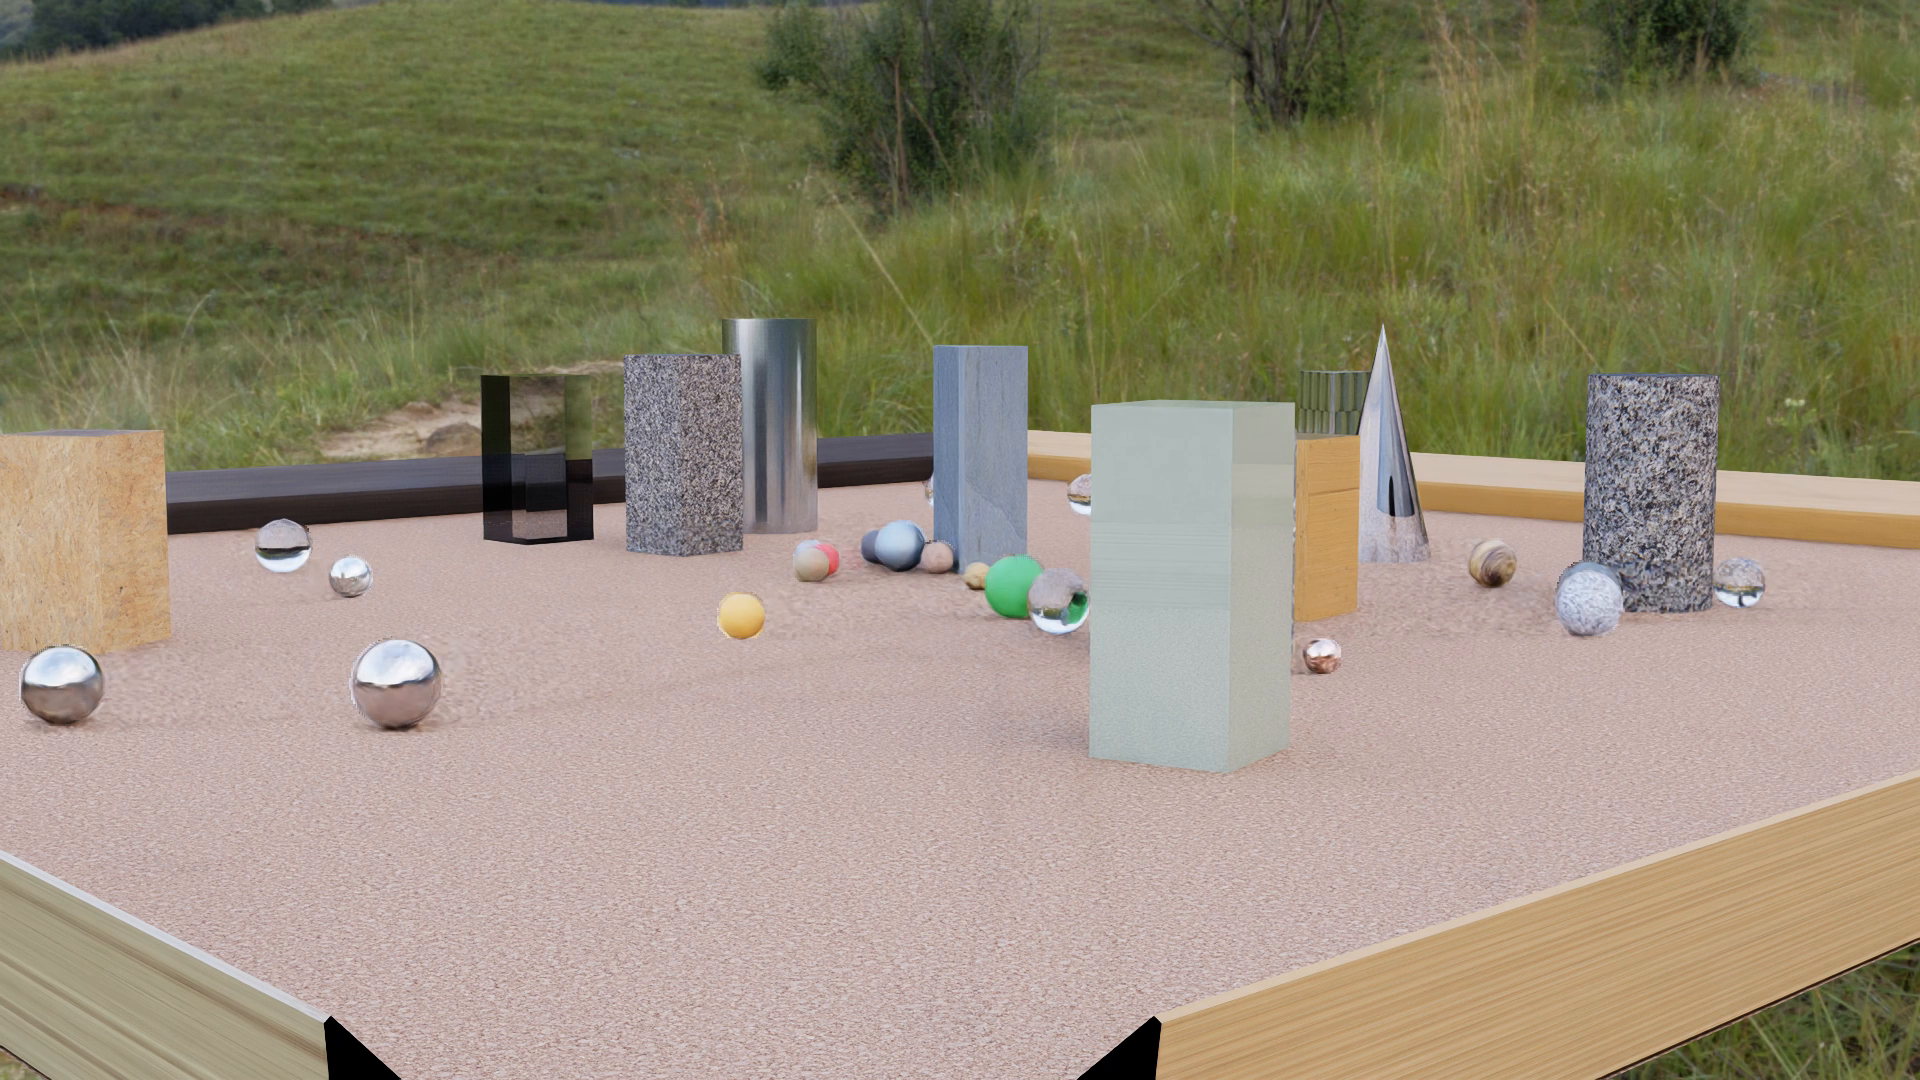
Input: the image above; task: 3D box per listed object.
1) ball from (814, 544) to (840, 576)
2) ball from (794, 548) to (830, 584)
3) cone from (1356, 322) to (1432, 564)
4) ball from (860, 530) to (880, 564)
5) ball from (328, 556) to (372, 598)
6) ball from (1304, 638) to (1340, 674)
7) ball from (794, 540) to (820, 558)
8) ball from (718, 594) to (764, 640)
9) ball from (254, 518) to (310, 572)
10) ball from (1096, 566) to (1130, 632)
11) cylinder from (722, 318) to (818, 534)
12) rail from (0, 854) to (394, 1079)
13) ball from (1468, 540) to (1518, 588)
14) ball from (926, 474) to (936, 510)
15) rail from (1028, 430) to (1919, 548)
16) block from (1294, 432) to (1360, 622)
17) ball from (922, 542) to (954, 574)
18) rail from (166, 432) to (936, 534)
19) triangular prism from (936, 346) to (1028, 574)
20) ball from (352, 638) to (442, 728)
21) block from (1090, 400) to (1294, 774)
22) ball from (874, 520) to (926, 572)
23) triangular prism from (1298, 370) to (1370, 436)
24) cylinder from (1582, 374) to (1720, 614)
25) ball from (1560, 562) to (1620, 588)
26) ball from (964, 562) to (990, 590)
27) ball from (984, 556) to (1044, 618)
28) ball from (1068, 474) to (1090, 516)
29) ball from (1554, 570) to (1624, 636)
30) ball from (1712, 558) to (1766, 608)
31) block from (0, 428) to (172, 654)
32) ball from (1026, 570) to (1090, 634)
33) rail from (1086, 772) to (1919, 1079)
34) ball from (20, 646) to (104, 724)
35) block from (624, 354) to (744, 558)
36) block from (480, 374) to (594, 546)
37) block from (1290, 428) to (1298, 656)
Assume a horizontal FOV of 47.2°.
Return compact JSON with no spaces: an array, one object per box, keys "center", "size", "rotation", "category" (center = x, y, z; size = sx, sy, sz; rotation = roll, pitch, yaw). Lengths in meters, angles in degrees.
[{"center":[-0.227,0.033,3.652],"size":[0.054,0.054,0.054],"rotation":[0,6,0],"category":"ball"},{"center":[-0.239,0.041,3.560],"size":[0.057,0.057,0.057],"rotation":[0,6,0],"category":"ball"},{"center":[0.748,-0.177,3.909],"size":[0.188,0.418,0.188],"rotation":[0,6,0],"category":"cone"},{"center":[-0.144,0.012,3.826],"size":[0.060,0.060,0.060],"rotation":[0,6,0],"category":"ball"},{"center":[-0.938,0.057,3.382],"size":[0.063,0.063,0.063],"rotation":[0,6,0],"category":"ball"},{"center":[0.441,0.141,2.680],"size":[0.044,0.044,0.044],"rotation":[0,6,0],"category":"ball"},{"center":[-0.256,0.024,3.748],"size":[0.051,0.051,0.051],"rotation":[0,6,0],"category":"ball"},{"center":[-0.293,0.103,2.957],"size":[0.062,0.062,0.062],"rotation":[0,6,0],"category":"ball"},{"center":[-1.139,0.010,3.699],"size":[0.091,0.091,0.091],"rotation":[0,6,0],"category":"ball"},{"center":[0.232,0.082,3.019],"size":[0.090,0.090,0.090],"rotation":[0,6,0],"category":"ball"},{"center":[-0.379,-0.230,4.396],"size":[0.188,0.422,0.188],"rotation":[0,6,0],"category":"cylinder"},{"center":[-1.305,0.158,2.135],"size":[0.045,0.122,3.563],"rotation":[-6,8,-42],"category":"rail"},{"center":[0.849,0.037,3.508],"size":[0.077,0.077,0.077],"rotation":[0,6,0],"category":"ball"},{"center":[-0.030,-0.105,4.780],"size":[0.092,0.092,0.092],"rotation":[0,6,0],"category":"ball"},{"center":[1.305,-0.095,4.529],"size":[0.045,0.122,3.563],"rotation":[-6,8,-42],"category":"rail"},{"center":[0.479,-0.023,3.211],"size":[0.150,0.259,0.150],"rotation":[5,8,38],"category":"block"},{"center":[-0.038,0.031,3.671],"size":[0.055,0.055,0.055],"rotation":[0,6,0],"category":"ball"},{"center":[-1.192,-0.104,4.617],"size":[3.598,0.122,0.045],"rotation":[-6,8,-42],"category":"rail"},{"center":[0.008,-0.142,3.760],"size":[0.141,0.379,0.163],"rotation":[6,8,44],"category":"triangular prism"},{"center":[-0.598,0.152,2.339],"size":[0.094,0.094,0.094],"rotation":[0,6,0],"category":"ball"},{"center":[0.232,0.039,2.192],"size":[0.150,0.349,0.150],"rotation":[4,7,31],"category":"block"},{"center":[-0.101,0.011,3.712],"size":[0.086,0.086,0.086],"rotation":[0,6,0],"category":"ball"},{"center":[0.703,-0.160,4.200],"size":[0.163,0.323,0.141],"rotation":[-6,8,-43],"category":"triangular prism"},{"center":[1.031,-0.074,3.287],"size":[0.188,0.344,0.188],"rotation":[0,6,0],"category":"cylinder"},{"center":[0.899,0.073,3.140],"size":[0.083,0.083,0.083],"rotation":[0,6,0],"category":"ball"},{"center":[0.029,0.057,3.465],"size":[0.045,0.045,0.045],"rotation":[0,6,0],"category":"ball"},{"center":[0.081,0.067,3.154],"size":[0.091,0.091,0.091],"rotation":[0,6,0],"category":"ball"},{"center":[0.276,-0.097,4.711],"size":[0.091,0.091,0.091],"rotation":[0,6,0],"category":"ball"},{"center":[0.854,0.086,2.985],"size":[0.089,0.089,0.089],"rotation":[0,6,0],"category":"ball"},{"center":[1.155,0.063,3.258],"size":[0.074,0.074,0.074],"rotation":[0,6,0],"category":"ball"},{"center":[-1.159,-0.002,2.909],"size":[0.150,0.280,0.150],"rotation":[1,6,13],"category":"block"},{"center":[0.135,0.084,3.007],"size":[0.089,0.089,0.089],"rotation":[0,6,0],"category":"ball"},{"center":[1.192,0.168,2.048],"size":[3.598,0.122,0.045],"rotation":[-6,8,-42],"category":"rail"},{"center":[-0.960,0.155,2.353],"size":[0.084,0.084,0.084],"rotation":[0,6,0],"category":"ball"},{"center":[-0.505,-0.159,4.018],"size":[0.150,0.358,0.150],"rotation":[5,8,40],"category":"block"},{"center":[-0.811,-0.158,4.215],"size":[0.150,0.316,0.150],"rotation":[-6,8,-44],"category":"block"},{"center":[0.323,0.004,2.808],"size":[0.150,0.291,0.150],"rotation":[5,8,42],"category":"block"}]
